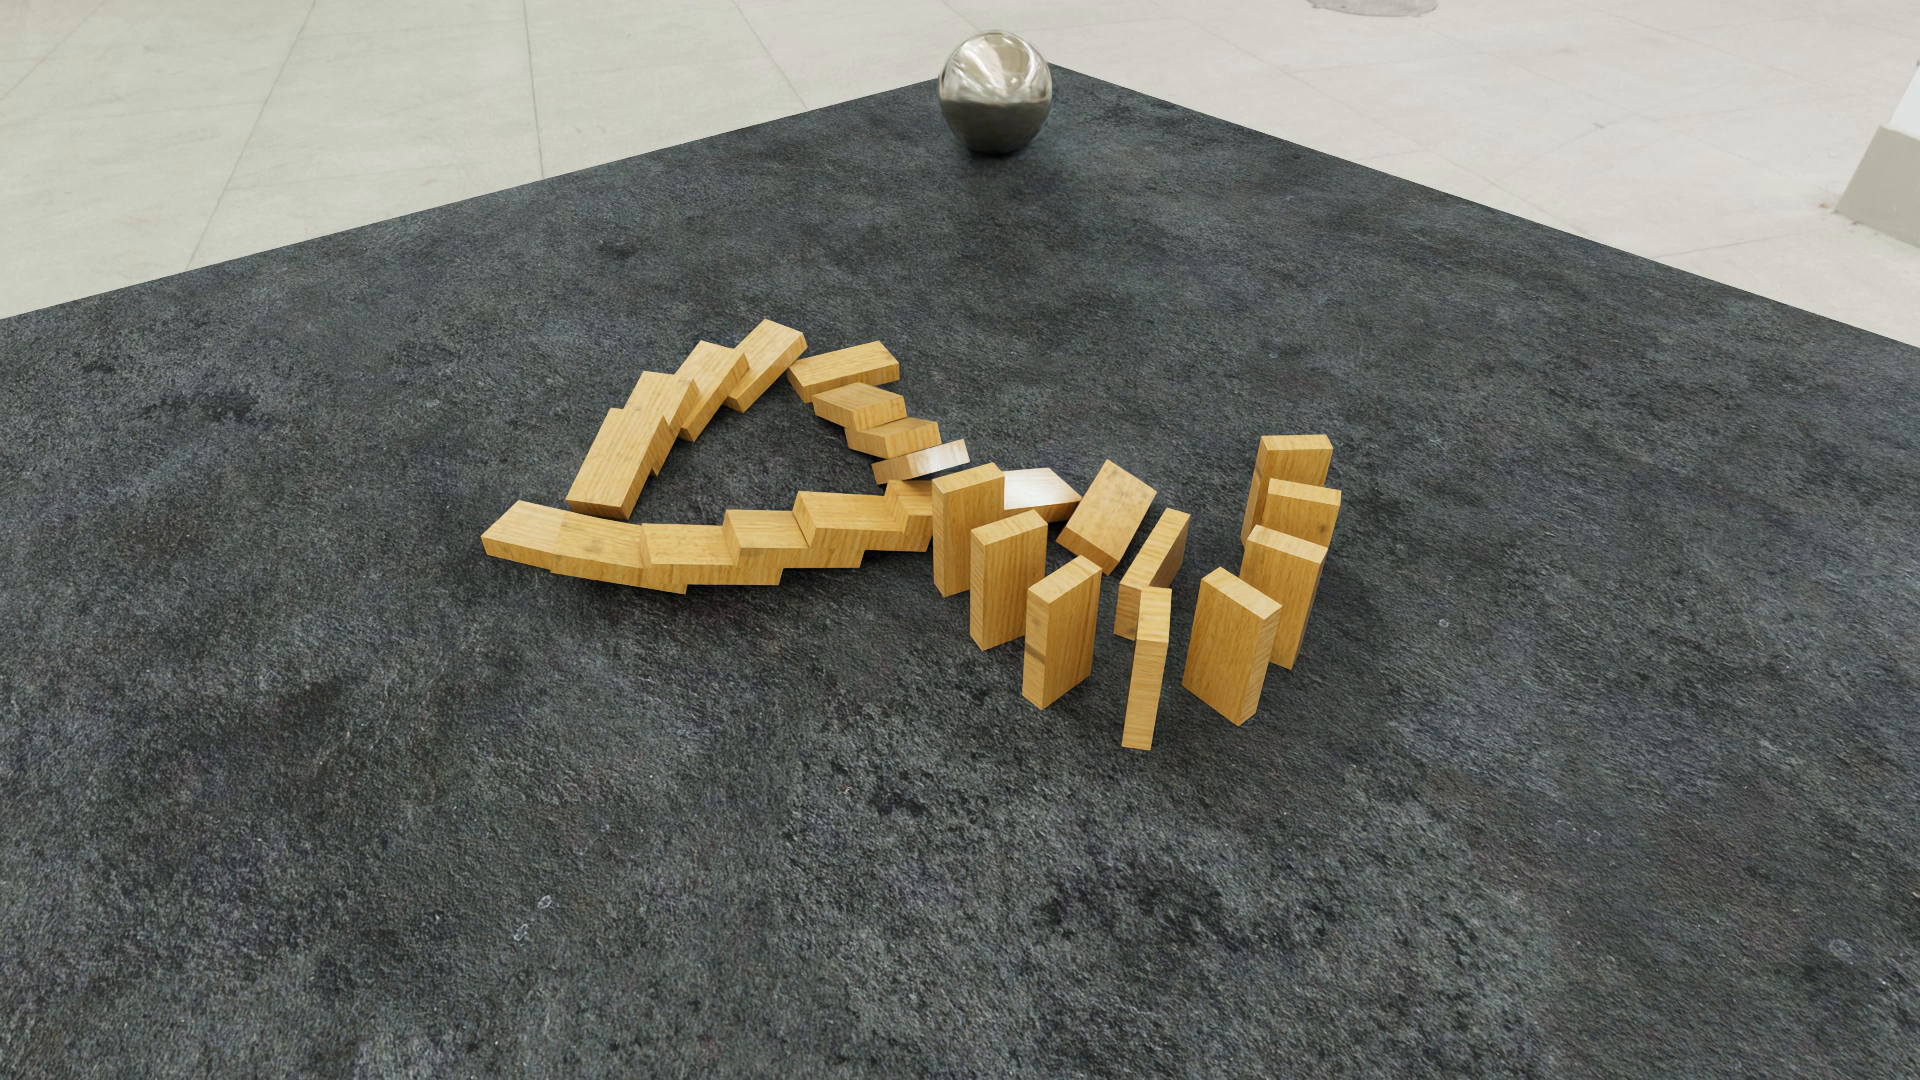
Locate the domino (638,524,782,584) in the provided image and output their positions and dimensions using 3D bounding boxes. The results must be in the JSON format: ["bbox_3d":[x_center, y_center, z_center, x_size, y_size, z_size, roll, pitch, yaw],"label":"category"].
[{"bbox_3d":[-0.096,0.006,0.425,0.050,0.010,0.025,2,36,-27],"label":"domino"}]

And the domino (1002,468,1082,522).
[{"bbox_3d":[0.025,-0.017,0.451,0.050,0.010,0.025,-8,41,-40],"label":"domino"}]

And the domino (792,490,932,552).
[{"bbox_3d":[-0.039,-0.007,0.439,0.050,0.009,0.025,2,35,-29],"label":"domino"}]

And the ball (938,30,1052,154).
[{"bbox_3d":[0.025,-0.313,0.769,0.080,0.080,0.080,0,39,0],"label":"ball"}]

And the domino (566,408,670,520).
[{"bbox_3d":[-0.146,-0.033,0.472,0.025,0.010,0.050,8,58,11],"label":"domino"}]

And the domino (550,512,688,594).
[{"bbox_3d":[-0.130,0.005,0.426,0.050,0.009,0.025,11,37,-15],"label":"domino"}]

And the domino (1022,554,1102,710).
[{"bbox_3d":[0.034,0.032,0.373,0.025,0.050,0.009,-30,48,-32],"label":"domino"}]

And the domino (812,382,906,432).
[{"bbox_3d":[-0.047,-0.062,0.506,0.025,0.010,0.050,-20,23,-23],"label":"domino"}]

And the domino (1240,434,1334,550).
[{"bbox_3d":[0.128,-0.018,0.433,0.025,0.050,0.009,-1,39,-2],"label":"domino"}]

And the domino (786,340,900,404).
[{"bbox_3d":[-0.058,-0.084,0.546,0.050,0.009,0.025,-17,42,-20],"label":"domino"}]

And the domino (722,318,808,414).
[{"bbox_3d":[-0.101,-0.086,0.537,0.025,0.009,0.050,24,61,27],"label":"domino"}]

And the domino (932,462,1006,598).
[{"bbox_3d":[0.003,-0.003,0.416,0.025,0.050,0.009,-17,42,-19],"label":"domino"}]

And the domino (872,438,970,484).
[{"bbox_3d":[-0.017,-0.032,0.461,0.025,0.010,0.050,-17,6,-20],"label":"domino"}]

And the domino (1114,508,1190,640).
[{"bbox_3d":[0.073,0.012,0.416,0.010,0.025,0.050,19,43,21],"label":"domino"}]

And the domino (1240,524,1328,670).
[{"bbox_3d":[0.110,0.021,0.386,0.025,0.050,0.010,20,44,23],"label":"domino"}]

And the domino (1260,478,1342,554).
[{"bbox_3d":[0.123,0.002,0.409,0.025,0.050,0.009,11,41,14],"label":"domino"}]

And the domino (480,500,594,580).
[{"bbox_3d":[-0.163,0.000,0.444,0.050,0.010,0.025,12,41,14],"label":"domino"}]

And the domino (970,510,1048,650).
[{"bbox_3d":[0.017,0.015,0.393,0.025,0.050,0.010,-18,43,-21],"label":"domino"}]

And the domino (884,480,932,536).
[{"bbox_3d":[-0.003,-0.013,0.449,0.050,0.010,0.025,-1,36,-27],"label":"domino"}]

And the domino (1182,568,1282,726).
[{"bbox_3d":[0.090,0.036,0.367,0.009,0.050,0.025,-28,47,-30],"label":"domino"}]

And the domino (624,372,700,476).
[{"bbox_3d":[-0.140,-0.053,0.496,0.025,0.009,0.050,9,58,13],"label":"domino"}]

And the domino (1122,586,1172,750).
[{"bbox_3d":[0.061,0.042,0.360,0.010,0.050,0.025,7,40,8],"label":"domino"}]

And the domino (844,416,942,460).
[{"bbox_3d":[-0.030,-0.046,0.483,0.025,0.009,0.050,-18,17,-21],"label":"domino"}]

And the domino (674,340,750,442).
[{"bbox_3d":[-0.124,-0.071,0.518,0.025,0.009,0.050,17,60,20],"label":"domino"}]

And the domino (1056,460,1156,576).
[{"bbox_3d":[0.060,-0.010,0.448,0.025,0.010,0.050,34,45,2],"label":"domino"}]

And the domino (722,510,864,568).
[{"bbox_3d":[-0.065,0.000,0.432,0.050,0.010,0.025,1,36,-28],"label":"domino"}]
